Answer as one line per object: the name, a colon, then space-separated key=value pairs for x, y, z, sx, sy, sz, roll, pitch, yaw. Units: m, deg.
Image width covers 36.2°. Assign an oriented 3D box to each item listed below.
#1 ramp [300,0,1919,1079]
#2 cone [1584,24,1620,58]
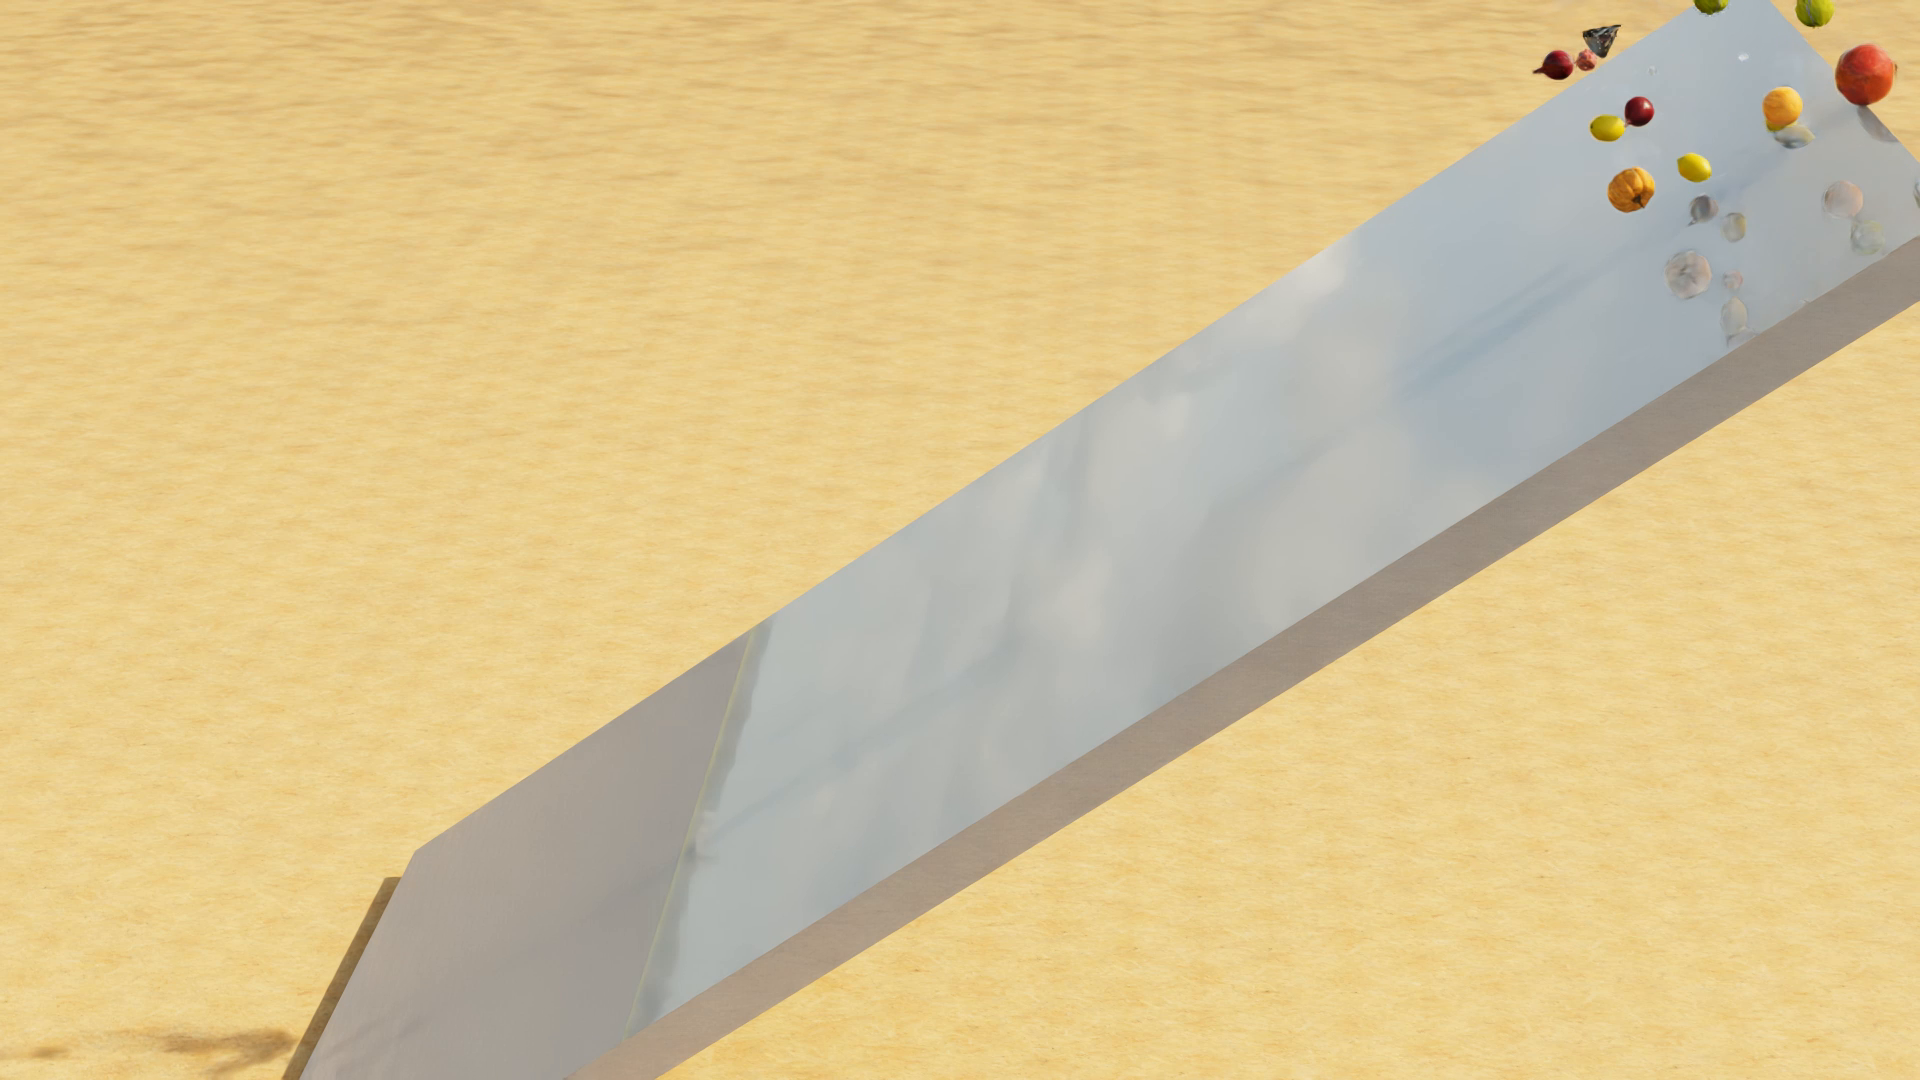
ramp: x=0.133 y=0.176 z=6.313 sx=4.000 sy=0.100 sz=2.000 roll=-33 pitch=16 yaw=16
cone: x=1.219 y=-0.952 z=5.535 sx=0.065 sy=0.065 sz=0.065 roll=-38 pitch=31 yaw=-6
